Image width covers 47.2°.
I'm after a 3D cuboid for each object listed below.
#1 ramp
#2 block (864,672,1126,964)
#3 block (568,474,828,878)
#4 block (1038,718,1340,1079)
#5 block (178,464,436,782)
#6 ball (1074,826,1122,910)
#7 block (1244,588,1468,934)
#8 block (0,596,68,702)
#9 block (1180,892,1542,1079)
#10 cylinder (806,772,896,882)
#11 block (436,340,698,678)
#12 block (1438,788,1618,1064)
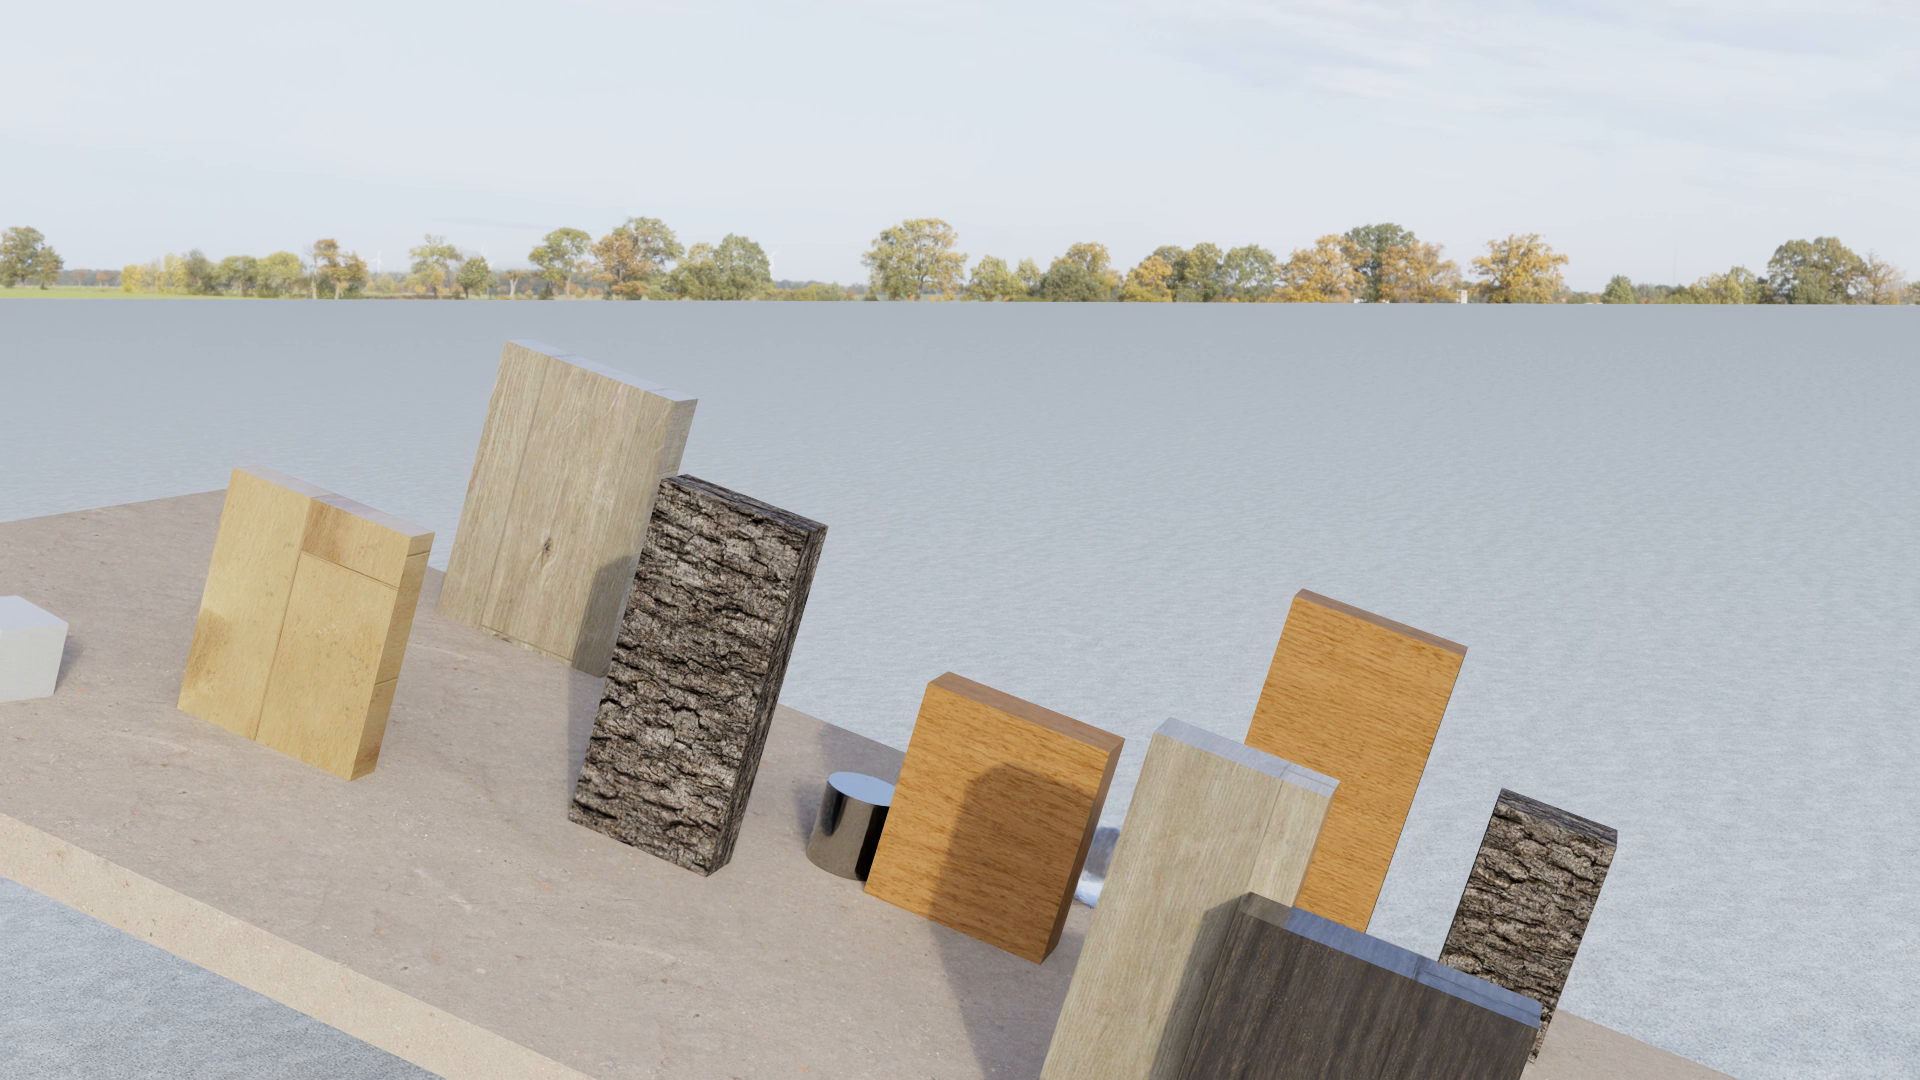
[{"bbox_3d":[-0.362,0.690,4.229,4.000,0.100,2.000,20,12,14],"label":"ramp"},{"bbox_3d":[0.065,0.531,4.234,0.372,0.440,0.131,20,12,14],"label":"block"},{"bbox_3d":[-0.494,0.252,4.124,0.298,0.686,0.115,20,12,14],"label":"block"},{"bbox_3d":[0.325,0.656,3.338,0.273,0.716,0.115,20,12,14],"label":"block"},{"bbox_3d":[-1.217,0.151,4.080,0.385,0.480,0.082,20,12,14],"label":"block"},{"bbox_3d":[0.304,0.678,4.547,0.176,0.176,0.176,0,7,0],"label":"ball"},{"bbox_3d":[0.687,0.527,4.256,0.332,0.795,0.108,20,12,14],"label":"block"},{"bbox_3d":[-1.731,0.197,3.973,0.142,0.142,0.142,23,13,25],"label":"block"},{"bbox_3d":[0.536,0.847,3.188,0.439,0.540,0.115,20,12,14],"label":"block"},{"bbox_3d":[-0.206,0.568,4.367,0.162,0.162,0.162,16,12,-3],"label":"cylinder"},{"bbox_3d":[-0.914,-0.076,5.094,0.441,0.670,0.123,20,12,14],"label":"block"},{"bbox_3d":[1.138,0.784,4.487,0.243,0.481,0.148,20,12,14],"label":"block"}]
